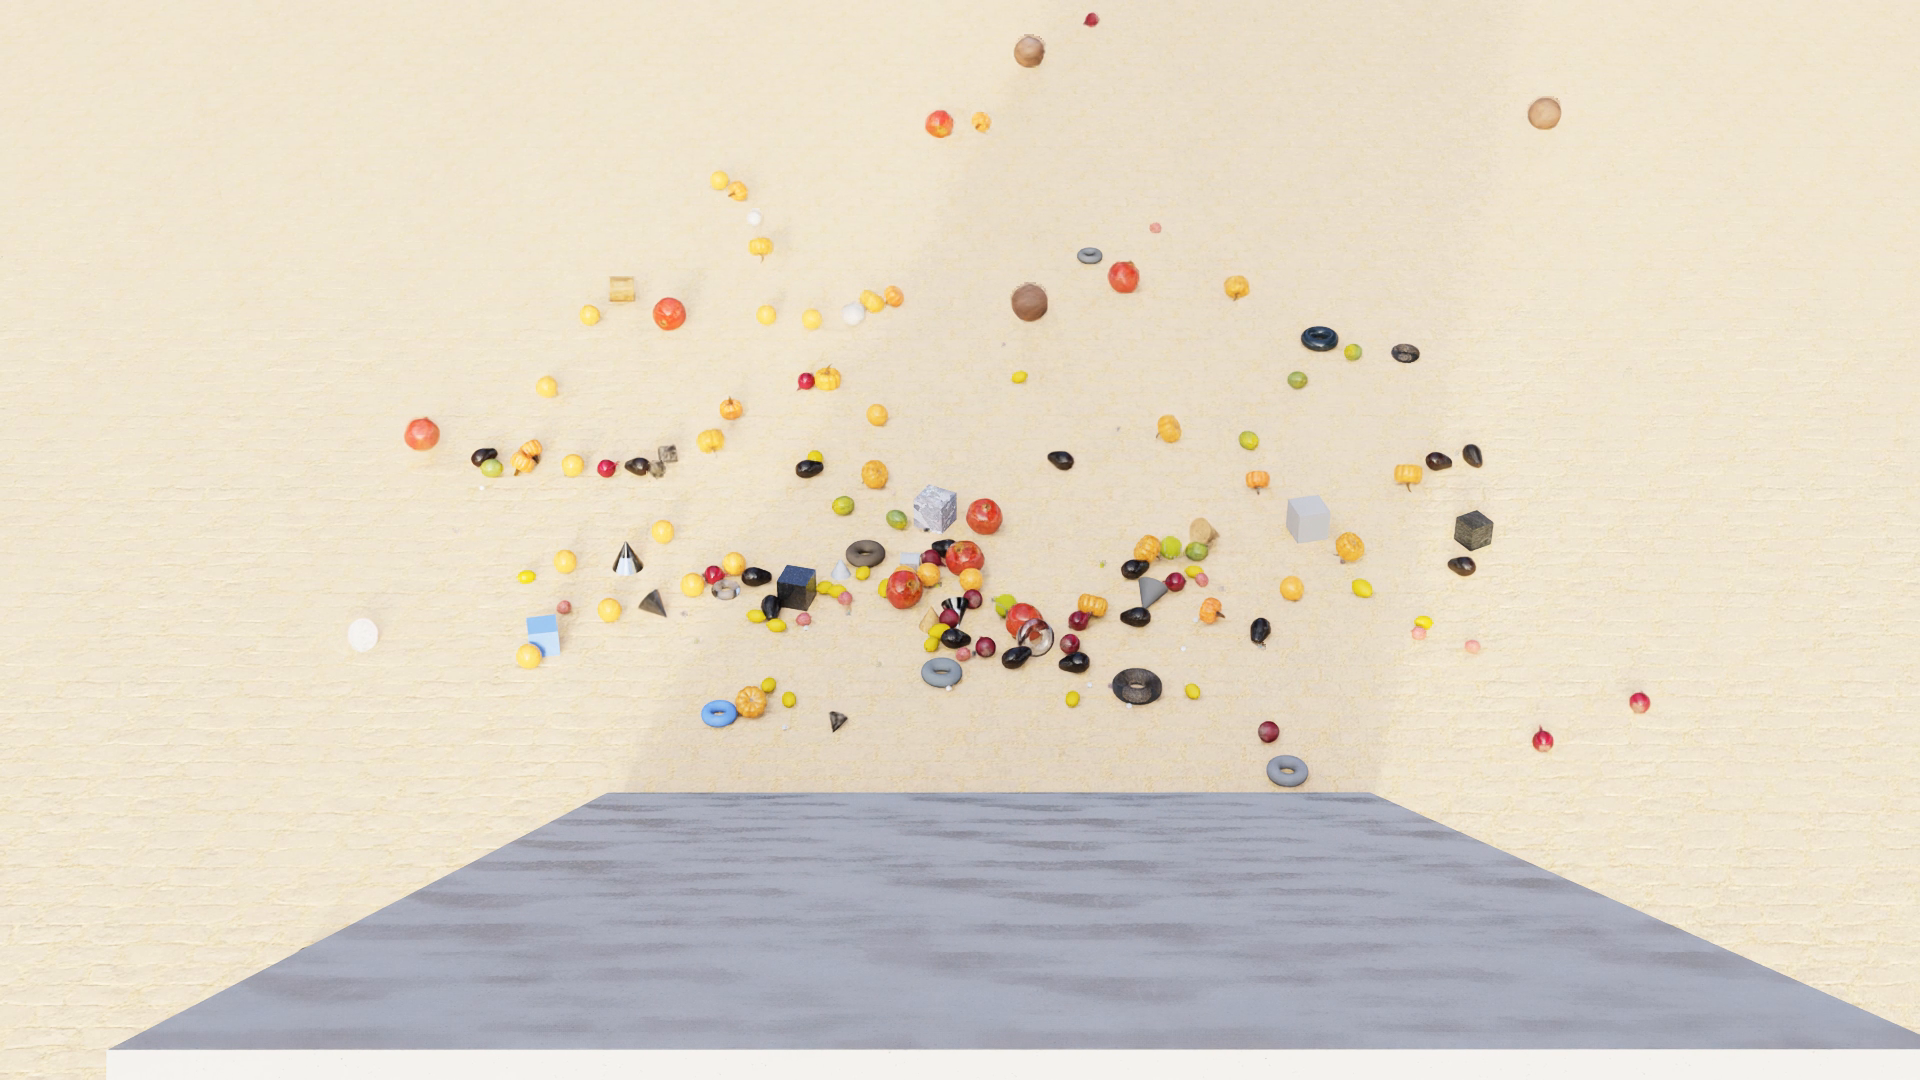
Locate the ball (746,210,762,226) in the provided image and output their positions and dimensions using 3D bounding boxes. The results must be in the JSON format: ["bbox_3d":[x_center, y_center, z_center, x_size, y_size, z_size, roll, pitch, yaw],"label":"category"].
[{"bbox_3d":[-0.760,-1.190,9.606,0.060,0.060,0.060,0,34,0],"label":"ball"}]

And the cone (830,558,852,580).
[{"bbox_3d":[-0.356,0.078,7.750,0.062,0.062,0.062,0,34,0],"label":"cone"}]

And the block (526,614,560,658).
[{"bbox_3d":[-1.195,0.276,7.441,0.084,0.084,0.084,-7,35,-10],"label":"block"}]

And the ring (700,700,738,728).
[{"bbox_3d":[-0.667,0.480,7.187,0.102,0.034,0.102,-1,35,1],"label":"ring"}]

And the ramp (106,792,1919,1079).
[{"bbox_3d":[0.076,0.657,4.808,2.000,0.100,4.000,0,-2,0],"label":"ramp"}]

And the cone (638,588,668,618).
[{"bbox_3d":[-0.884,0.200,7.594,0.081,0.081,0.081,44,48,11],"label":"cone"}]

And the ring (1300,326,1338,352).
[{"bbox_3d":[1.232,-0.689,8.889,0.131,0.044,0.131,-1,35,1],"label":"ring"}]

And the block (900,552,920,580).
[{"bbox_3d":[-0.149,0.078,7.755,0.057,0.057,0.057,2,34,3],"label":"block"}]

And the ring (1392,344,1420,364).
[{"bbox_3d":[1.513,-0.634,8.818,0.098,0.033,0.098,0,35,0],"label":"ring"}]

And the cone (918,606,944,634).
[{"bbox_3d":[-0.083,0.220,7.530,0.075,0.075,0.075,0,34,0],"label":"cone"}]

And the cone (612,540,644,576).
[{"bbox_3d":[-0.998,0.039,7.777,0.096,0.096,0.096,0,34,0],"label":"cone"}]

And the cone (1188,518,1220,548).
[{"bbox_3d":[0.762,-0.018,7.909,0.091,0.091,0.091,8,24,-39],"label":"cone"}]

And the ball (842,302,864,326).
[{"bbox_3d":[-0.371,-0.782,8.992,0.080,0.080,0.080,0,34,0],"label":"ball"}]

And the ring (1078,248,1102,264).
[{"bbox_3d":[0.470,-1.029,9.397,0.094,0.031,0.094,-1,35,0],"label":"ring"}]

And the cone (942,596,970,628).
[{"bbox_3d":[-0.010,0.222,7.562,0.083,0.083,0.083,-4,61,-6],"label":"cone"}]

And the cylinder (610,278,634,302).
[{"bbox_3d":[-1.188,-0.880,9.131,0.084,0.084,0.084,-3,35,-5],"label":"cylinder"}]

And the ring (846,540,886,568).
[{"bbox_3d":[-0.285,0.042,7.823,0.121,0.040,0.121,-1,34,1],"label":"ring"}]

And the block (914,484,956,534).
[{"bbox_3d":[-0.076,-0.093,7.969,0.098,0.098,0.098,17,38,23],"label":"block"}]

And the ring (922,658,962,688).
[{"bbox_3d":[-0.052,0.374,7.338,0.118,0.039,0.118,1,34,-1],"label":"ring"}]

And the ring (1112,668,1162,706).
[{"bbox_3d":[0.496,0.410,7.277,0.143,0.048,0.143,1,34,-1],"label":"ring"}]

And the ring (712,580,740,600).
[{"bbox_3d":[-0.692,0.147,7.678,0.088,0.029,0.088,0,36,0],"label":"ring"}]

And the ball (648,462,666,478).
[{"bbox_3d":[-0.955,-0.219,8.193,0.052,0.052,0.052,0,34,0],"label":"ball"}]

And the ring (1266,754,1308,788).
[{"bbox_3d":[0.880,0.621,6.978,0.114,0.038,0.114,1,36,0],"label":"ring"}]

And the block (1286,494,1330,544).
[{"bbox_3d":[1.062,-0.064,7.924,0.100,0.100,0.100,-9,35,-13],"label":"block"}]

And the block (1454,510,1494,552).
[{"bbox_3d":[1.561,-0.028,7.890,0.080,0.080,0.080,-18,38,-25],"label":"block"}]

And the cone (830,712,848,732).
[{"bbox_3d":[-0.343,0.509,7.154,0.053,0.053,0.053,10,62,14],"label":"cone"}]

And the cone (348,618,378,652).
[{"bbox_3d":[-1.743,0.274,7.480,0.096,0.096,0.096,-30,16,-36],"label":"cone"}]

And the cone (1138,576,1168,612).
[{"bbox_3d":[0.553,0.173,7.630,0.093,0.093,0.093,15,64,20],"label":"cone"}]

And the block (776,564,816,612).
[{"bbox_3d":[-0.480,0.141,7.633,0.090,0.090,0.090,9,35,13],"label":"block"}]
